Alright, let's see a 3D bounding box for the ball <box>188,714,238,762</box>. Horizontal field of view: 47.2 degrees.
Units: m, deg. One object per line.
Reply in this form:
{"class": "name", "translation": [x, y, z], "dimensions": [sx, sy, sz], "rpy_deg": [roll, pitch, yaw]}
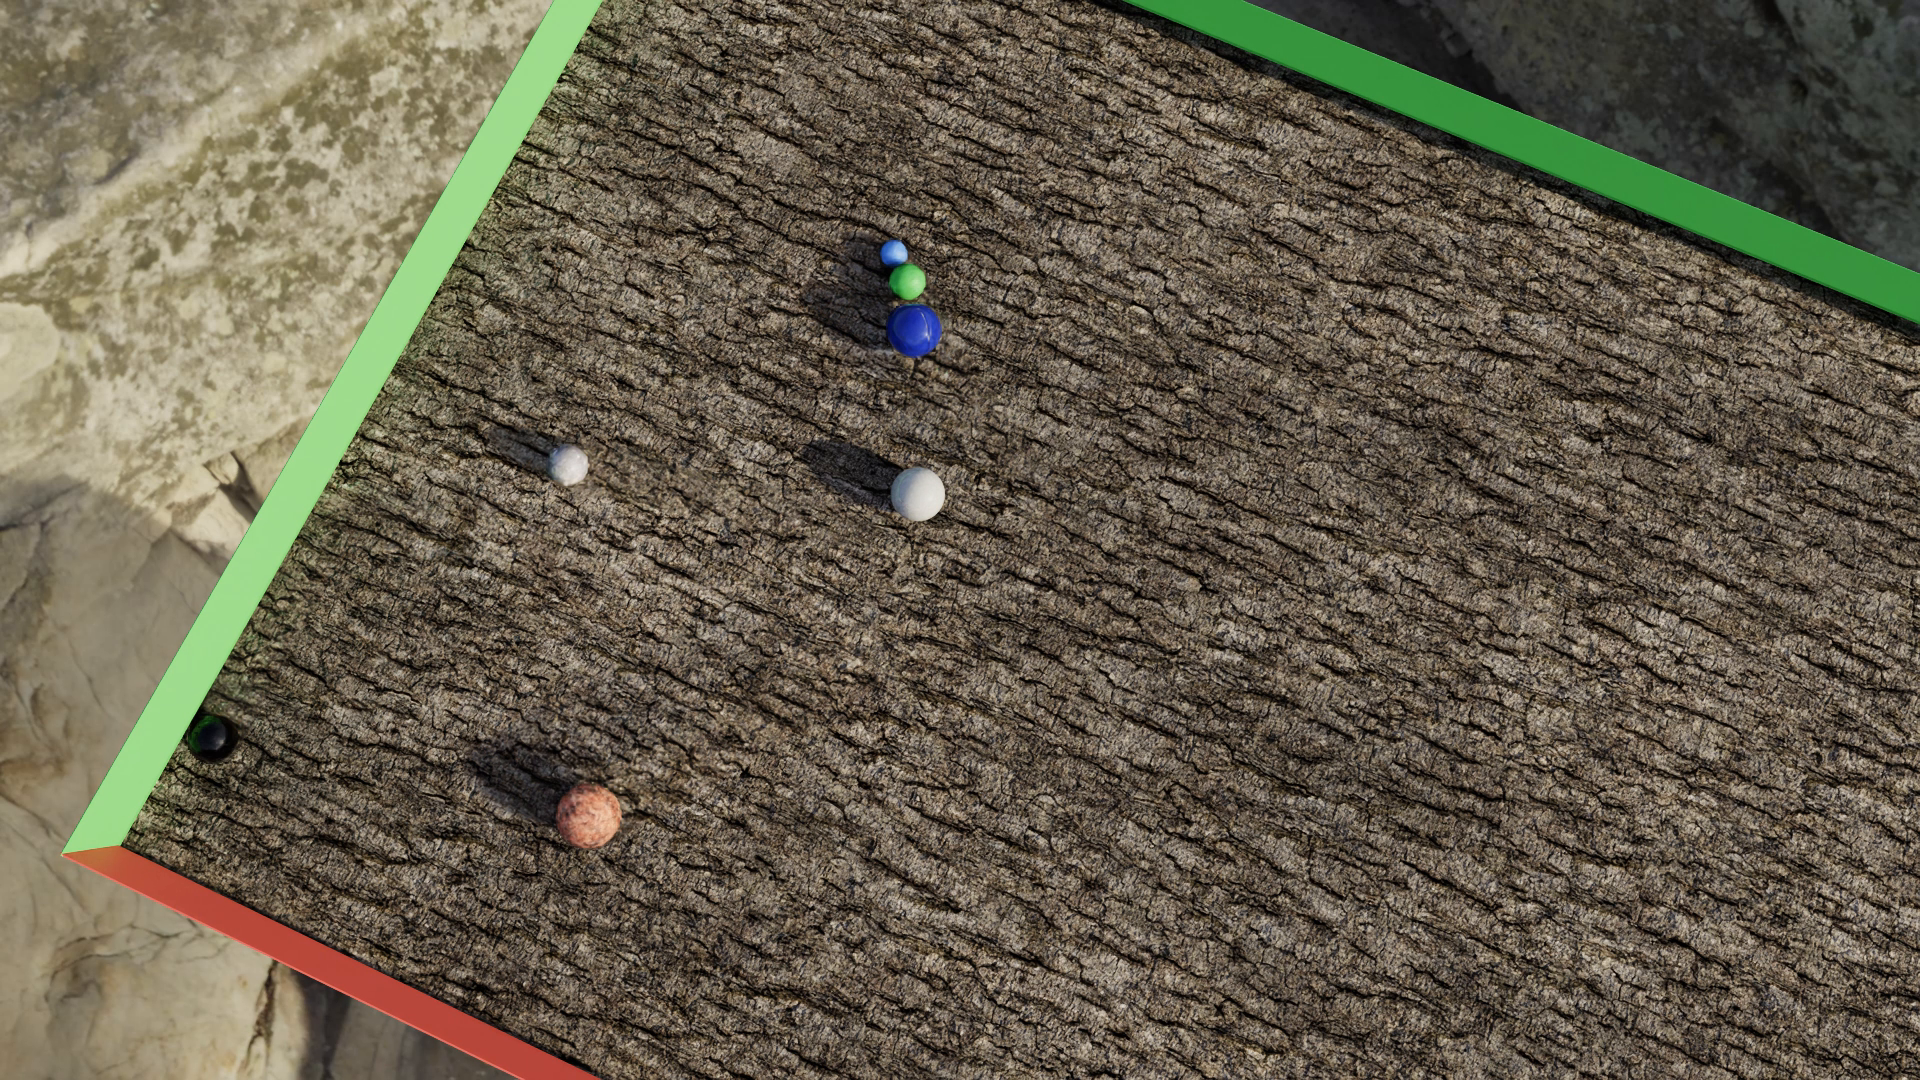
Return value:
{"class": "ball", "translation": [-1.115, 0.296, 3.285], "dimensions": [0.071, 0.071, 0.071], "rpy_deg": [0, 74, 0]}

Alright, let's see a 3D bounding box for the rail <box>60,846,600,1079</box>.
{"class": "rail", "translation": [0.469, 1.221, 2.983], "dimensions": [3.852, 0.122, 0.045], "rpy_deg": [24, 75, 7]}

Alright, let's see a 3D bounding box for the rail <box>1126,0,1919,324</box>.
{"class": "rail", "translation": [1.279, -0.462, 3.481], "dimensions": [3.852, 0.122, 0.045], "rpy_deg": [24, 75, 7]}

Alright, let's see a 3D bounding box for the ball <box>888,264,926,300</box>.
{"class": "ball", "translation": [-0.084, -0.411, 3.500], "dimensions": [0.058, 0.058, 0.058], "rpy_deg": [0, 74, 0]}

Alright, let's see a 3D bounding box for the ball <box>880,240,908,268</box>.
{"class": "ball", "translation": [-0.106, -0.458, 3.522], "dimensions": [0.044, 0.044, 0.044], "rpy_deg": [0, 74, 0]}

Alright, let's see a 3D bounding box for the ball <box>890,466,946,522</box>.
{"class": "ball", "translation": [-0.065, -0.070, 3.386], "dimensions": [0.084, 0.084, 0.084], "rpy_deg": [0, 74, 0]}

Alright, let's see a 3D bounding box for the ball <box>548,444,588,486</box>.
{"class": "ball", "translation": [-0.608, -0.116, 3.410], "dimensions": [0.063, 0.063, 0.063], "rpy_deg": [0, 74, 0]}

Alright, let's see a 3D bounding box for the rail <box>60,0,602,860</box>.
{"class": "rail", "translation": [-0.853, -0.385, 3.458], "dimensions": [0.045, 0.122, 1.981], "rpy_deg": [24, 75, 7]}

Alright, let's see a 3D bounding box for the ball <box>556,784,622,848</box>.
{"class": "ball", "translation": [-0.547, 0.406, 3.240], "dimensions": [0.094, 0.094, 0.094], "rpy_deg": [0, 74, 0]}

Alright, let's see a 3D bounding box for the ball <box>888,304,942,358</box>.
{"class": "ball", "translation": [-0.072, -0.330, 3.462], "dimensions": [0.086, 0.086, 0.086], "rpy_deg": [0, 74, 0]}
